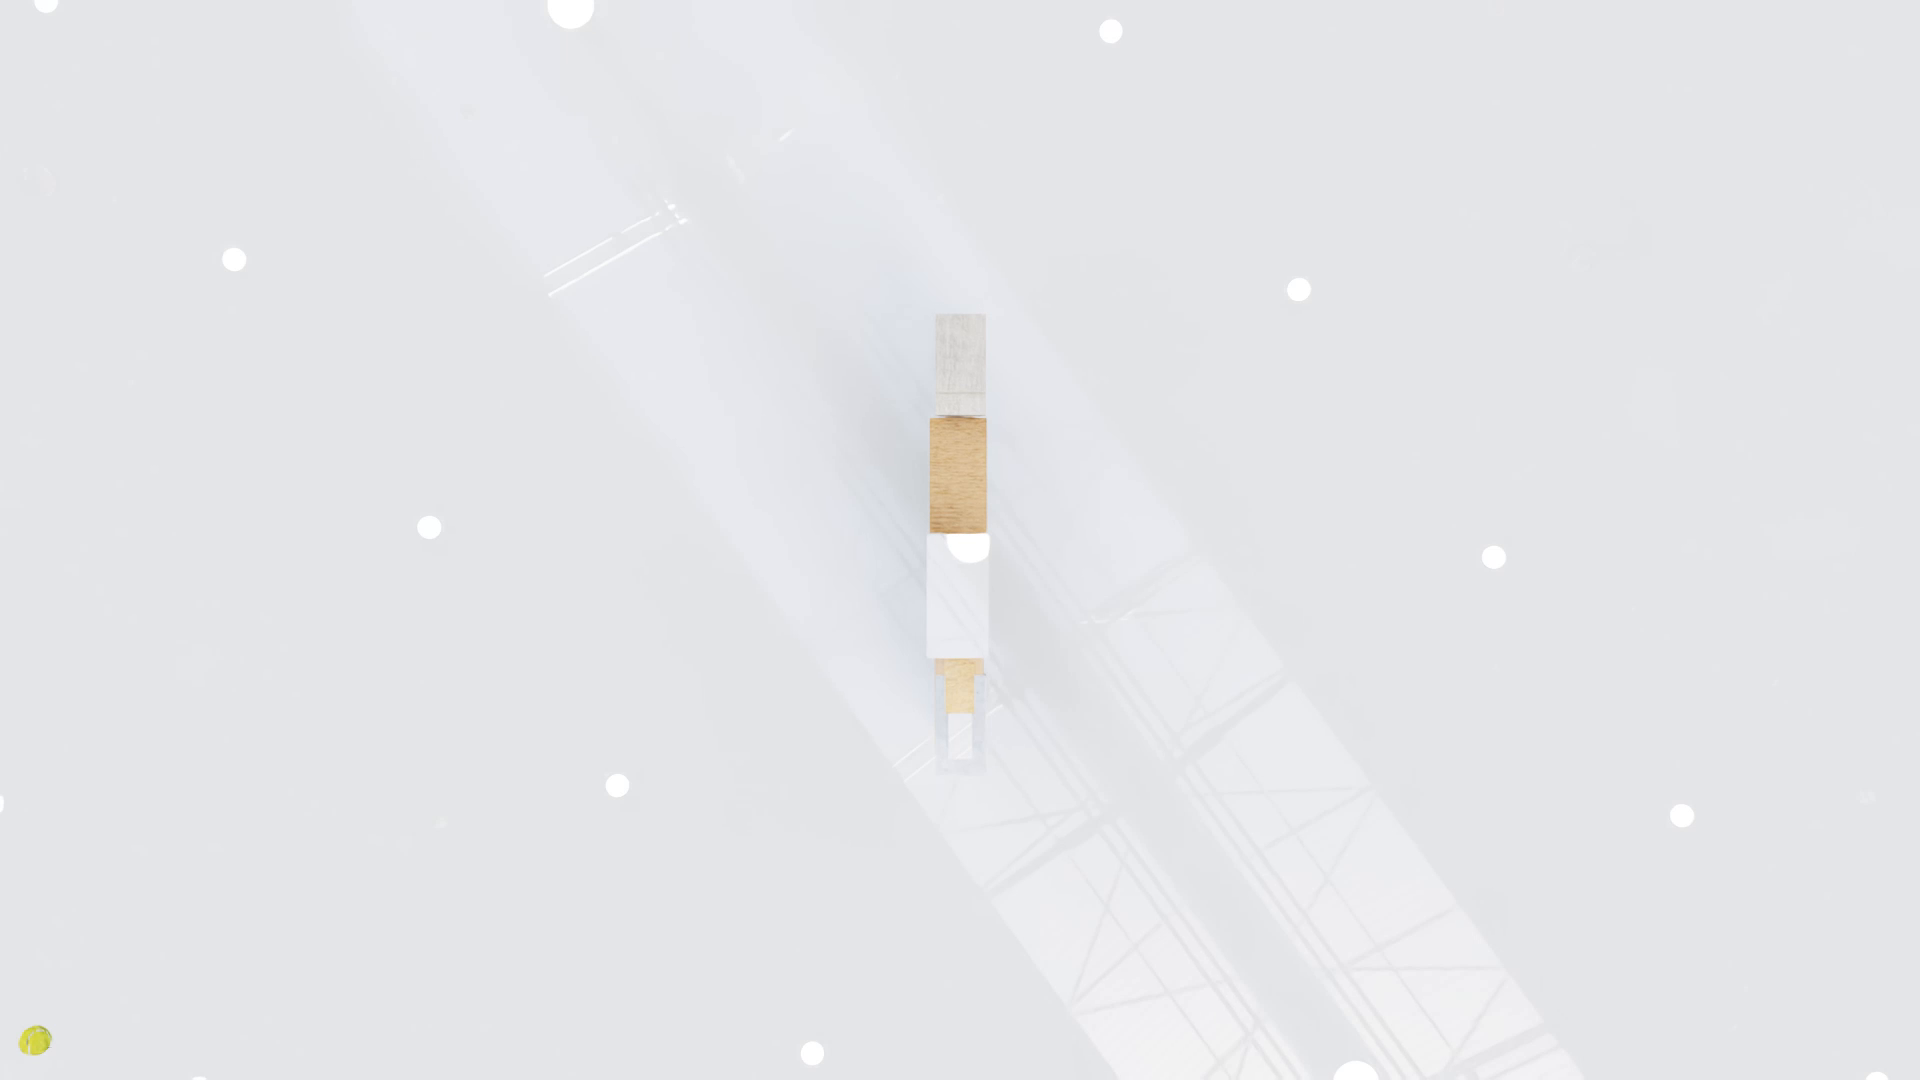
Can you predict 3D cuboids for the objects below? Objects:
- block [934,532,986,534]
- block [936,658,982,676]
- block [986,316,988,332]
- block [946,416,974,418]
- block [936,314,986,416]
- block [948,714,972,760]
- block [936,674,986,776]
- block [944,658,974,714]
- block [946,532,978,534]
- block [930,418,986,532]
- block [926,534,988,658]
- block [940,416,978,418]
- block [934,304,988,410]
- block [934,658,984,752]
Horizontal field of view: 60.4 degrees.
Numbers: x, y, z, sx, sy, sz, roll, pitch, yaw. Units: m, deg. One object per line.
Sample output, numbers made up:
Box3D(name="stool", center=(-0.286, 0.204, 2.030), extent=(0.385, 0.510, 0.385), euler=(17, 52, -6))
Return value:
Box3D(name="block", center=(-0.001, -0.069, 5.154), extent=(0.162, 0.046, 0.323), euler=(0, 90, 0))
Box3D(name="block", center=(-0.003, 0.241, 4.548), extent=(0.130, 0.037, 0.259), euler=(0, 90, 0))
Box3D(name="block", center=(0.004, -0.608, 4.920), extent=(0.145, 0.551, 0.041), euler=(0, 90, 0))
Box3D(name="block", center=(0.001, -0.281, 4.758), extent=(0.082, 0.023, 0.165), euler=(1, 90, 0))
Box3D(name="block", center=(0.002, -0.458, 4.319), extent=(0.132, 0.037, 0.264), euler=(0, 89, 0))
Box3D(name="block", center=(0.001, 0.528, 4.461), extent=(0.064, 0.018, 0.128), euler=(0, 90, 0))
Box3D(name="block", center=(0.002, 0.516, 4.618), extent=(0.140, 0.040, 0.280), euler=(0, 90, 0))
Box3D(name="block", center=(-0.001, 0.381, 4.365), extent=(0.077, 0.022, 0.154), euler=(-1, 90, 0))
Box3D(name="block", center=(0.003, -0.098, 4.747), extent=(0.094, 0.027, 0.187), euler=(-1, 90, 0))
Box3D(name="block", center=(-0.005, -0.172, 4.406), extent=(0.153, 0.043, 0.305), euler=(0, 90, 0))
Box3D(name="block", center=(-0.006, 0.142, 4.196), extent=(0.156, 0.044, 0.312), euler=(0, 90, 0))
Box3D(name="block", center=(-0.001, -0.372, 4.951), extent=(0.114, 0.032, 0.229), euler=(0, 90, 0))
Box3D(name="block", center=(0.002, -0.512, 4.624), extent=(0.145, 0.041, 0.290), euler=(0, 90, 0))
Box3D(name="block", center=(-0.002, 0.506, 5.171), extent=(0.153, 0.043, 0.307), euler=(0, 90, 0))
